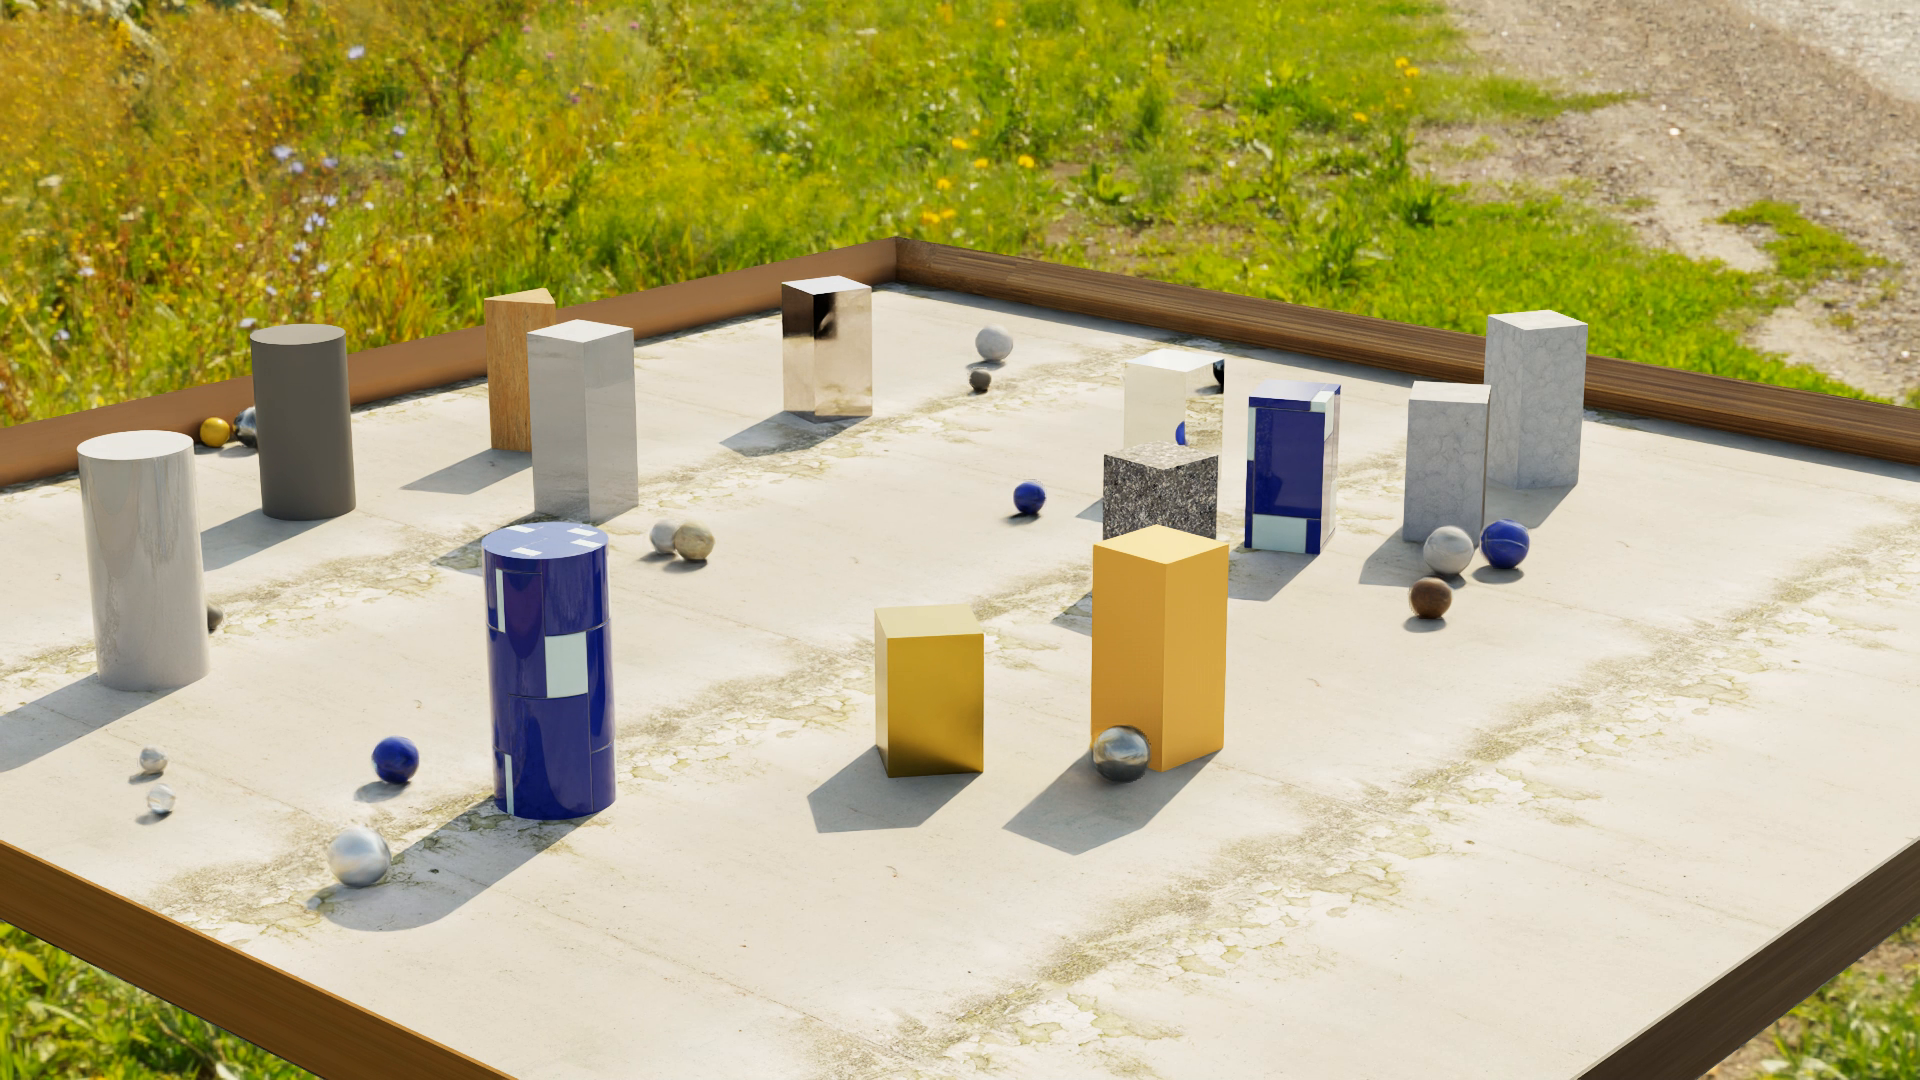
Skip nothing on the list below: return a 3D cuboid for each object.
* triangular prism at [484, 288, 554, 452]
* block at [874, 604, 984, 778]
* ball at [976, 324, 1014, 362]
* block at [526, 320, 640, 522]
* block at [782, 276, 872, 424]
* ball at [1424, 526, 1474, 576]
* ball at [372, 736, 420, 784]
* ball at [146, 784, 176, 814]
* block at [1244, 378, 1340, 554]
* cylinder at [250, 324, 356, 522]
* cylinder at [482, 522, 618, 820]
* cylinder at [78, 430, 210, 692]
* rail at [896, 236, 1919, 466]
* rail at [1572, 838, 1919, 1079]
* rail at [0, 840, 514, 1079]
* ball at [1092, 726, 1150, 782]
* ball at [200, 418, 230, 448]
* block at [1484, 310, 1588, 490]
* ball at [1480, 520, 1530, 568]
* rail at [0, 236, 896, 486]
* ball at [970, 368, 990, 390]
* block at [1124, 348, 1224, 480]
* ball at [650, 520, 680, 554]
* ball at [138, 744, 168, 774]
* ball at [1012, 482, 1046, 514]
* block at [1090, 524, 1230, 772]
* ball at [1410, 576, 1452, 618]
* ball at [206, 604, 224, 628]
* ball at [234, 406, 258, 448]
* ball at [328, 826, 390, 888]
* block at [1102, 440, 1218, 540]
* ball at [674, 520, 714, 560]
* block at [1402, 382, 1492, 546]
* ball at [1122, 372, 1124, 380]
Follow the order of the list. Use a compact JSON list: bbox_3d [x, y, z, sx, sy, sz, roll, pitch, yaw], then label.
[{"bbox_3d":[-0.875,-0.351,6.035,0.153,0.313,0.132,5,17,15],"label":"triangular prism"},{"bbox_3d":[-0.046,0.221,4.320,0.141,0.215,0.141,-3,17,-9],"label":"block"},{"bbox_3d":[0.079,-0.454,6.763,0.087,0.087,0.087,0,17,0],"label":"ball"},{"bbox_3d":[-0.715,-0.227,5.567,0.141,0.348,0.141,11,20,33],"label":"block"},{"bbox_3d":[-0.284,-0.408,6.278,0.141,0.281,0.141,-10,20,-30],"label":"block"},{"bbox_3d":[0.867,0.020,5.200,0.087,0.087,0.087,0,17,0],"label":"ball"},{"bbox_3d":[-0.817,0.318,4.249,0.070,0.070,0.070,0,17,0],"label":"ball"},{"bbox_3d":[-1.128,0.365,4.142,0.041,0.041,0.041,0,17,0],"label":"ball"},{"bbox_3d":[0.609,-0.136,5.373,0.141,0.285,0.141,5,18,17],"label":"block"},{"bbox_3d":[-1.247,-0.225,5.569,0.176,0.341,0.176,0,17,0],"label":"cylinder"},{"bbox_3d":[-0.579,0.184,4.148,0.176,0.384,0.176,0,17,0],"label":"cylinder"},{"bbox_3d":[-1.295,0.032,4.659,0.176,0.379,0.176,0,17,0],"label":"cylinder"},{"bbox_3d":[1.213,-0.377,6.459,3.701,0.115,0.045,14,22,39],"label":"rail"},{"bbox_3d":[1.380,0.377,3.976,0.045,0.115,3.749,14,22,39],"label":"rail"},{"bbox_3d":[-1.213,0.435,3.785,3.701,0.115,0.045,14,22,39],"label":"rail"},{"bbox_3d":[0.234,0.310,4.253,0.083,0.083,0.083,0,17,0],"label":"ball"},{"bbox_3d":[-1.536,-0.222,6.042,0.061,0.061,0.061,0,17,0],"label":"ball"},{"bbox_3d":[1.129,-0.277,5.779,0.141,0.321,0.141,-6,18,-20],"label":"block"},{"bbox_3d":[0.976,0.007,5.242,0.088,0.088,0.088,0,17,0],"label":"ball"},{"bbox_3d":[-1.380,-0.319,6.268,0.045,0.115,3.749,14,22,39],"label":"rail"},{"bbox_3d":[0.045,-0.356,6.506,0.049,0.049,0.049,0,17,0],"label":"ball"},{"bbox_3d":[0.420,-0.234,5.767,0.141,0.245,0.141,12,21,35],"label":"block"},{"bbox_3d":[-0.534,-0.006,5.331,0.060,0.060,0.060,0,17,0],"label":"ball"},{"bbox_3d":[-1.179,0.320,4.290,0.042,0.042,0.042,0,17,0],"label":"ball"},{"bbox_3d":[0.132,-0.080,5.571,0.064,0.064,0.064,0,17,0],"label":"ball"},{"bbox_3d":[0.295,0.159,4.344,0.141,0.320,0.141,16,23,42],"label":"block"},{"bbox_3d":[0.799,0.098,4.972,0.072,0.072,0.072,0,17,0],"label":"ball"},{"bbox_3d":[-1.258,0.129,4.924,0.040,0.040,0.040,0,17,0],"label":"ball"},{"bbox_3d":[-1.454,-0.232,6.039,0.084,0.084,0.084,0,17,0],"label":"ball"},{"bbox_3d":[-0.797,0.420,3.892,0.082,0.082,0.082,0,17,0],"label":"ball"},{"bbox_3d":[0.350,-0.037,5.136,0.141,0.234,0.141,-15,23,-41],"label":"block"},{"bbox_3d":[-0.479,0.001,5.287,0.073,0.073,0.073,0,17,0],"label":"ball"},{"bbox_3d":[0.901,-0.143,5.424,0.141,0.269,0.141,4,17,12],"label":"block"},{"bbox_3d":[0.386,-0.366,6.536,0.050,0.050,0.050,0,17,0],"label":"ball"}]
